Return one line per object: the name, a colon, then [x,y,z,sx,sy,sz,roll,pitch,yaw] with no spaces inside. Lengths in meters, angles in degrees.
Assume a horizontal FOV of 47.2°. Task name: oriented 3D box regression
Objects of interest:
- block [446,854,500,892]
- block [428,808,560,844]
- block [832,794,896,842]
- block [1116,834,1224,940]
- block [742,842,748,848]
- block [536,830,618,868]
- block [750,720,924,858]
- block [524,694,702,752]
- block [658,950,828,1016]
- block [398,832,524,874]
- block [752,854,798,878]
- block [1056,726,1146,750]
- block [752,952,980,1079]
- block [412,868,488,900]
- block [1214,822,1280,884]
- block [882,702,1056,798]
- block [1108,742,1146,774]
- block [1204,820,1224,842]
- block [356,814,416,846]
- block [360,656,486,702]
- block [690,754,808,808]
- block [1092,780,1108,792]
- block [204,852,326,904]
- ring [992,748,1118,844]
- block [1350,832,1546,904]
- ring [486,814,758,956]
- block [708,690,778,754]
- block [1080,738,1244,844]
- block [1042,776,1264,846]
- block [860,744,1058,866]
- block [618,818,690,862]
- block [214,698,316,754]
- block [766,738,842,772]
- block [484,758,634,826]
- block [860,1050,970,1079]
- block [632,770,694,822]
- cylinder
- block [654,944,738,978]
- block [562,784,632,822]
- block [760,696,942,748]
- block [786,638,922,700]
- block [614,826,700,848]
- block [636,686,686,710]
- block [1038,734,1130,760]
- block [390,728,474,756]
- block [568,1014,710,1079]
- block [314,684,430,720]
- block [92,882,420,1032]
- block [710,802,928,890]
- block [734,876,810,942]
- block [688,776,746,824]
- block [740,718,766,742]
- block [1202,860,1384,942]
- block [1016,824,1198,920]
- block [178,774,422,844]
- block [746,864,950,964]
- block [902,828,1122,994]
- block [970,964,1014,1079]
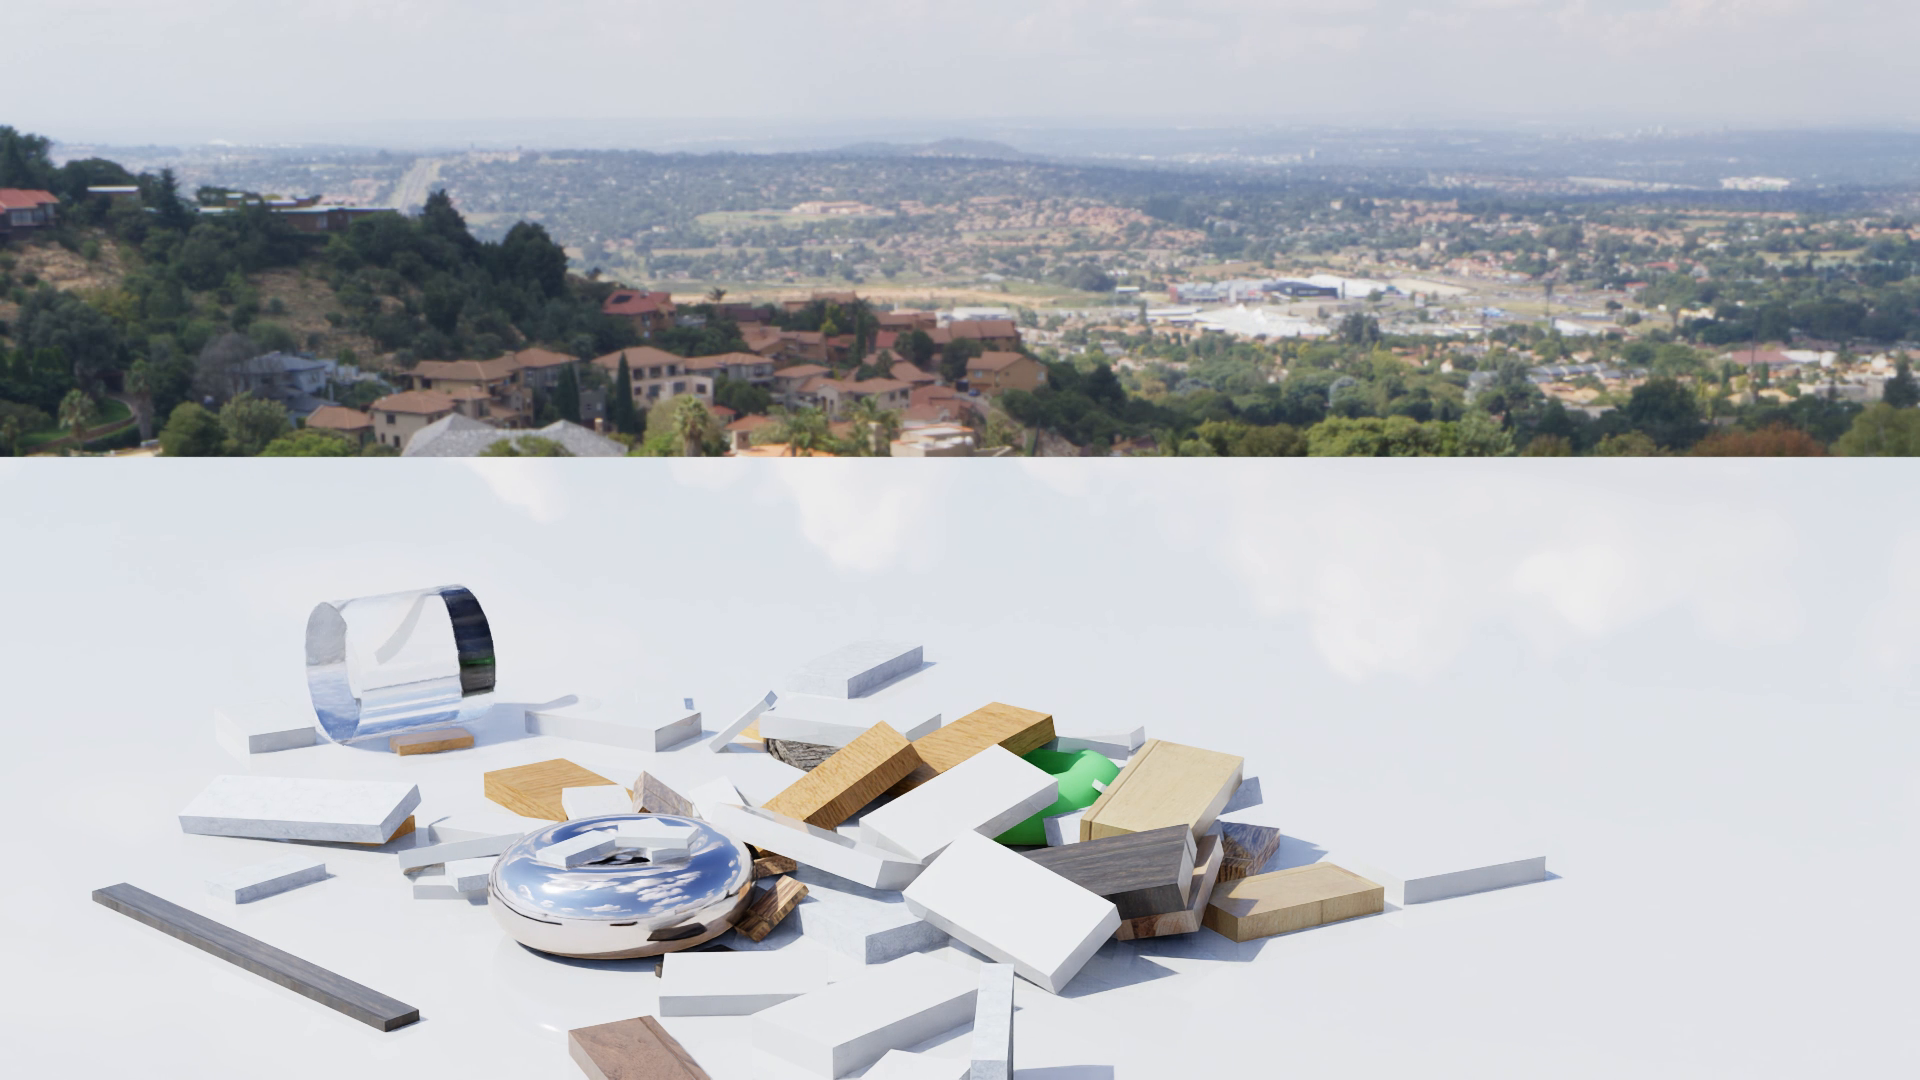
block: [-0.763,0.551,3.676,0.176,0.025,0.088,-5,12,-26]
block: [-0.836,0.523,3.950,0.209,0.030,0.104,4,11,22]
block: [-0.143,0.499,3.890,0.165,0.047,0.329,3,17,-9]
block: [0.338,0.558,3.548,0.131,0.037,0.262,-11,16,19]
block: [-0.382,0.507,3.858,0.058,0.017,0.117,-33,19,-6]
block: [-0.594,0.483,3.437,0.063,0.018,0.125,5,12,35]
block: [-0.231,0.447,3.872,0.321,0.046,0.161,-35,20,-11]
block: [-0.733,0.384,4.646,0.335,0.047,0.167,5,12,27]
block: [-0.314,0.647,3.215,0.240,0.034,0.120,-1,20,-3]
block: [-0.845,0.533,3.742,0.209,0.030,0.104,-8,-11,-13]
block: [-0.313,0.544,3.676,0.078,0.022,0.156,-11,-4,-6]
block: [0.245,0.406,4.439,0.235,0.033,0.117,-5,2,18]
block: [-0.118,0.669,3.115,0.163,0.046,0.327,10,14,42]
block: [-0.816,0.575,3.681,0.176,0.025,0.088,0,11,1]
block: [0.470,0.544,3.825,0.117,0.033,0.235,4,11,22]
block: [0.002,0.385,3.995,0.321,0.046,0.161,-24,21,-37]
block: [0.316,0.445,4.357,0.275,0.033,0.117,-7,12,-32]
block: [0.306,0.525,3.776,0.262,0.037,0.131,-11,0,-26]
block: [-1.107,0.514,3.999,0.209,0.030,0.104,5,12,27]
block: [-1.229,0.318,5.030,0.273,0.039,0.136,8,13,36]
block: [-0.350,0.478,4.141,0.167,0.047,0.335,-8,13,-36]
block: [0.262,0.443,3.865,0.050,0.014,0.099,30,-3,-3]
block: [-1.170,0.570,3.709,0.088,0.025,0.175,8,13,38]
ring: [0.124,0.462,4.033,0.363,0.121,0.363,-1,10,0]
block: [0.830,0.556,3.738,0.294,0.042,0.147,-5,12,-25]
ring: [-0.538,0.548,3.513,0.428,0.143,0.428,-1,9,0]
block: [-0.445,0.373,4.518,0.155,0.022,0.077,-40,4,11]
block: [0.345,0.440,3.715,0.173,0.049,0.347,10,22,22]
block: [0.339,0.475,3.856,0.347,0.049,0.173,-11,0,-30]
block: [0.000,0.464,3.785,0.324,0.044,0.155,-25,37,-37]
block: [-0.484,0.473,3.475,0.063,0.018,0.169,-6,11,-26]
block: [-1.467,0.391,4.636,0.136,0.039,0.273,-7,12,-32]
block: [-0.266,0.433,4.386,0.165,0.047,0.329,-4,11,-18]
block: [-0.740,0.482,4.120,0.167,0.047,0.335,-8,13,-37]
block: [-0.082,0.727,2.835,0.120,0.034,0.240,4,11,22]
block: [-0.534,0.489,3.957,0.111,0.031,0.222,37,4,-12]
cylinder: [-1.182,0.258,4.639,0.296,0.296,0.296,-8,13,-37]
block: [-0.392,0.644,3.330,0.125,0.018,0.063,-10,15,-43]
block: [-0.625,0.504,3.894,0.111,0.031,0.222,-1,23,-24]
block: [-0.222,0.374,4.450,0.329,0.047,0.165,5,12,24]
block: [-0.242,0.297,5.122,0.161,0.046,0.375,5,12,25]
block: [-0.472,0.463,3.429,0.117,0.017,0.059,0,10,11]
block: [-0.658,0.361,4.825,0.101,0.029,0.202,-2,11,-10]
block: [0.215,0.387,4.146,0.101,0.029,0.202,6,-5,45]
block: [-1.091,0.417,4.542,0.155,0.022,0.077,-6,12,-29]
block: [-0.432,0.706,2.951,0.120,0.034,0.240,-5,12,-26]
block: [-1.295,0.356,4.843,0.222,0.031,0.111,4,11,20]
block: [-1.104,0.633,3.389,0.826,0.017,0.058,9,14,40]
block: [-0.234,0.506,3.626,0.327,0.046,0.163,15,-4,27]
block: [-0.299,0.585,3.490,0.117,0.017,0.058,-43,32,-25]
block: [-0.441,0.487,4.030,0.078,0.022,0.156,-22,26,-14]
block: [-0.399,0.402,4.621,0.077,0.022,0.155,-9,14,-41]
block: [0.527,0.586,3.575,0.294,0.042,0.147,-6,12,-29]
block: [0.191,0.540,3.457,0.346,0.049,0.173,-12,21,17]
block: [-1.193,0.484,3.973,0.417,0.039,0.136,0,26,17]
block: [-0.184,0.593,3.526,0.163,0.046,0.327,-8,13,-38]
block: [0.077,0.563,3.359,0.310,0.044,0.155,22,53,40]
block: [0.043,0.672,2.805,0.044,0.155,0.311,1,11,3]
